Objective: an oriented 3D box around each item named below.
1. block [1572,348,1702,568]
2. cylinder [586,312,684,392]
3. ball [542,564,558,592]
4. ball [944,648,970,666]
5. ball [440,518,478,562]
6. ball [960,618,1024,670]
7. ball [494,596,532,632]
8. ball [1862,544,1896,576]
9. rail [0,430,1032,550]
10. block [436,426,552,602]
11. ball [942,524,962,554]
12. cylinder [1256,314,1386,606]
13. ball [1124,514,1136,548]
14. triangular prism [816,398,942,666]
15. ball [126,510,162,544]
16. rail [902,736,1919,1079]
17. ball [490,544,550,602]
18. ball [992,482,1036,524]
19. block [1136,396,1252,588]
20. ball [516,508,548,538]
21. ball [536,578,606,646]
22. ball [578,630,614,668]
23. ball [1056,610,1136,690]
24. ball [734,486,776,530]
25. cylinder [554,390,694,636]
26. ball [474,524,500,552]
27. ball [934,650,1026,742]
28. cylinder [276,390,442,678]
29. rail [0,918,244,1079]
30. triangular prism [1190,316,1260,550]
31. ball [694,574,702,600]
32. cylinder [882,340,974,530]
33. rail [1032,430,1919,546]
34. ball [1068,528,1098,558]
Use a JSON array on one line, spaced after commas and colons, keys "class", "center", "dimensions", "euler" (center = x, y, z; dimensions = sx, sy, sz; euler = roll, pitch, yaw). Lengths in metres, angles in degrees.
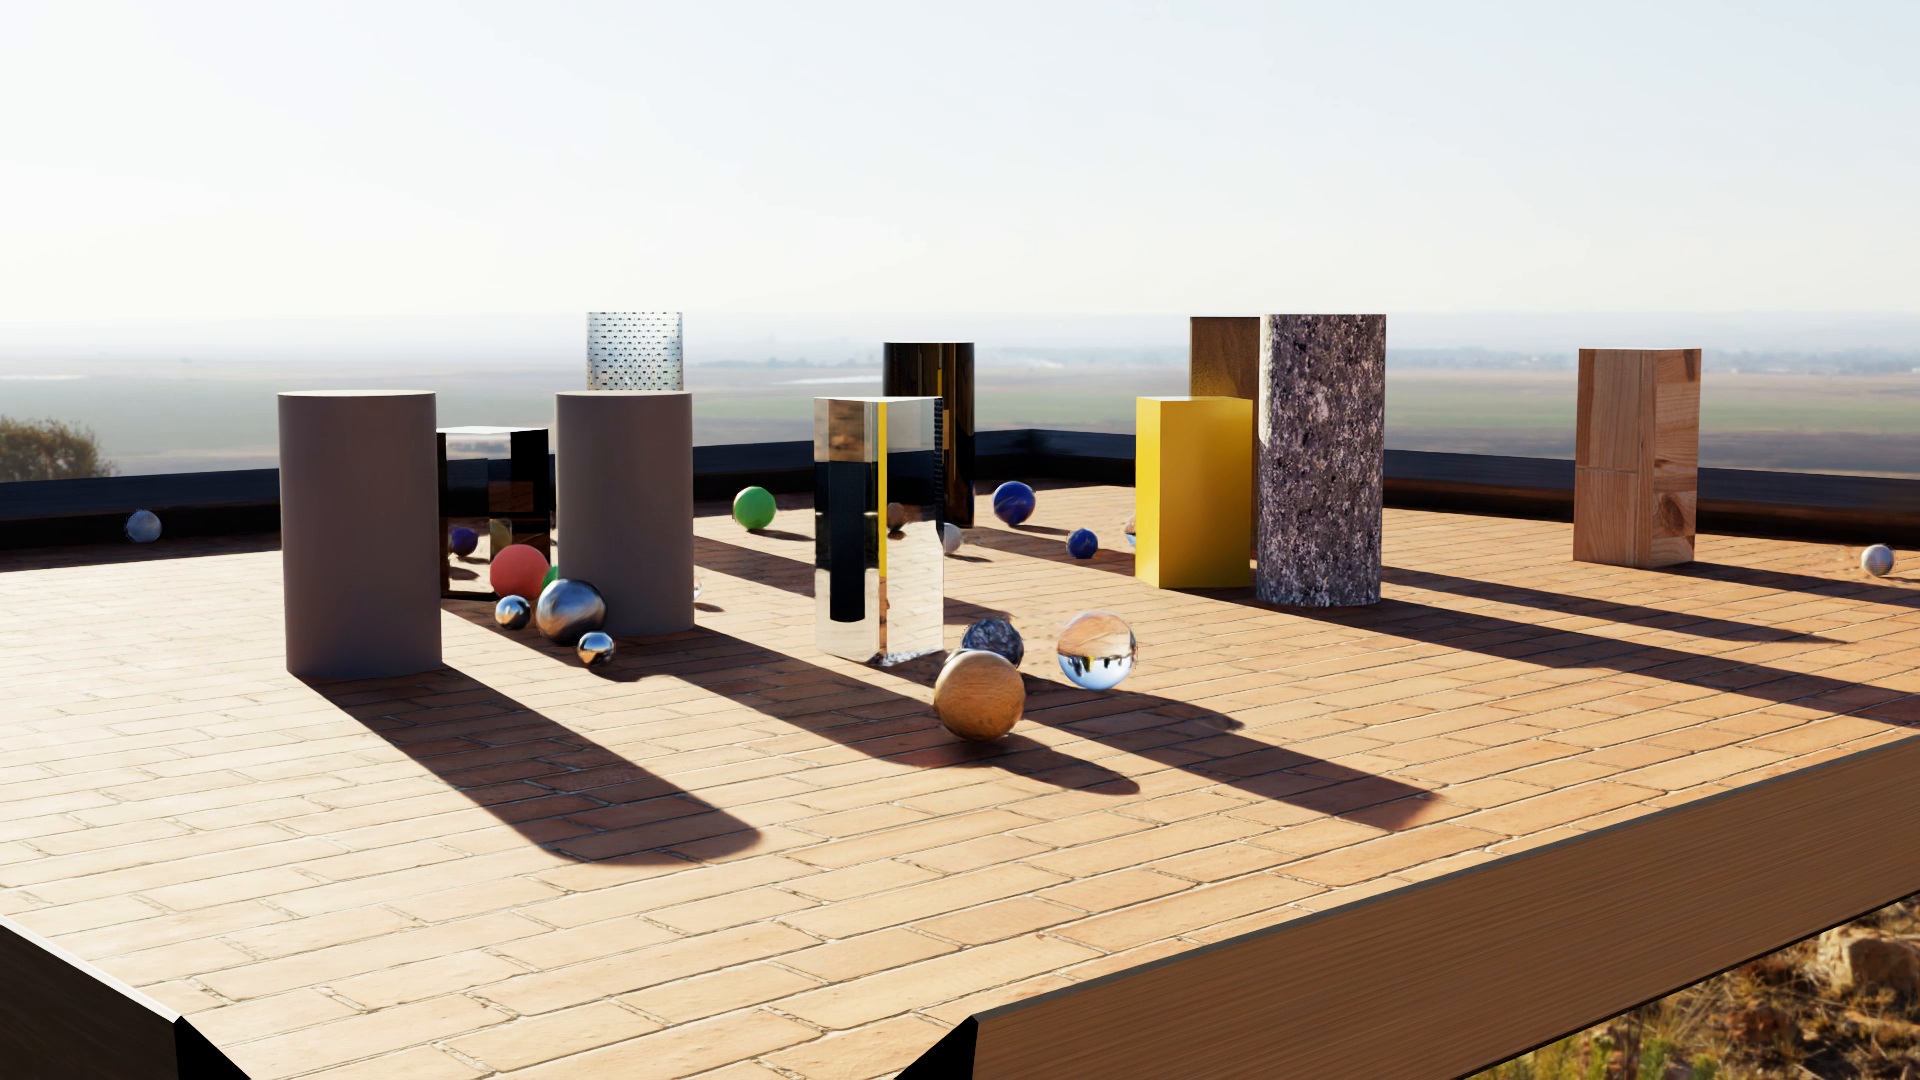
[{"class": "block", "center": [1.189, -0.149, 3.862], "dimensions": [0.151, 0.373, 0.151], "euler": [-6, 8, -44]}, {"class": "cylinder", "center": [-0.635, -0.228, 4.307], "dimensions": [0.189, 0.436, 0.189], "euler": [0, 6, 0]}, {"class": "ball", "center": [-0.576, 0.069, 3.228], "dimensions": [0.073, 0.073, 0.073], "euler": [0, 6, 0]}, {"class": "ball", "center": [0.008, 0.153, 2.516], "dimensions": [0.056, 0.056, 0.056], "euler": [0, 6, 0]}, {"class": "ball", "center": [-0.888, -0.001, 3.861], "dimensions": [0.078, 0.078, 0.078], "euler": [0, 6, 0]}, {"class": "ball", "center": [0.038, 0.131, 2.624], "dimensions": [0.075, 0.075, 0.075], "euler": [0, 6, 0]}, {"class": "ball", "center": [-0.617, 0.101, 3.035], "dimensions": [0.049, 0.049, 0.049], "euler": [0, 6, 0]}, {"class": "ball", "center": [1.526, 0.034, 3.654], "dimensions": [0.052, 0.052, 0.052], "euler": [0, 6, 0]}, {"class": "rail", "center": [-1.154, -0.100, 4.575], "dimensions": [3.698, 0.122, 0.045], "euler": [-6, 8, -42]}, {"class": "block", "center": [-0.746, -0.044, 3.424], "dimensions": [0.151, 0.256, 0.151], "euler": [3, 7, 26]}, {"class": "ball", "center": [-0.024, -0.003, 3.986], "dimensions": [0.056, 0.056, 0.056], "euler": [0, 6, 0]}, {"class": "cylinder", "center": [0.550, -0.127, 3.356], "dimensions": [0.189, 0.434, 0.189], "euler": [0, 6, 0]}, {"class": "ball", "center": [0.338, -0.016, 4.039], "dimensions": [0.072, 0.072, 0.072], "euler": [0, 6, 0]}, {"class": "triangular prism", "center": [-0.082, -0.017, 2.825], "dimensions": [0.141, 0.329, 0.163], "euler": [-4, 7, -34]}, {"class": "ball", "center": [-1.545, -0.025, 4.164], "dimensions": [0.062, 0.062, 0.062], "euler": [0, 6, 0]}, {"class": "rail", "center": [1.154, 0.163, 2.089], "dimensions": [3.698, 0.122, 0.045], "euler": [-6, 8, -42]}, {"class": "ball", "center": [-0.664, 0.051, 3.319], "dimensions": [0.090, 0.090, 0.090], "euler": [0, 6, 0]}, {"class": "ball", "center": [0.111, -0.076, 4.519], "dimensions": [0.090, 0.090, 0.090], "euler": [0, 6, 0]}, {"class": "block", "center": [0.377, -0.080, 3.569], "dimensions": [0.151, 0.298, 0.151], "euler": [-1, 6, -10]}, {"class": "ball", "center": [-0.829, -0.033, 4.262], "dimensions": [0.059, 0.059, 0.059], "euler": [0, 6, 0]}, {"class": "ball", "center": [-0.512, 0.095, 2.894], "dimensions": [0.091, 0.091, 0.091], "euler": [0, 6, 0]}, {"class": "ball", "center": [-0.452, 0.135, 2.731], "dimensions": [0.045, 0.045, 0.045], "euler": [0, 6, 0]}, {"class": "ball", "center": [0.159, 0.129, 2.565], "dimensions": [0.094, 0.094, 0.094], "euler": [0, 6, 0]}, {"class": "ball", "center": [-0.413, -0.064, 4.420], "dimensions": [0.087, 0.087, 0.087], "euler": [0, 6, 0]}, {"class": "cylinder", "center": [-0.466, -0.042, 3.063], "dimensions": [0.189, 0.327, 0.189], "euler": [0, 6, 0]}, {"class": "ball", "center": [-0.864, -0.002, 4.002], "dimensions": [0.052, 0.052, 0.052], "euler": [0, 6, 0]}, {"class": "ball", "center": [0.020, 0.160, 2.260], "dimensions": [0.094, 0.094, 0.094], "euler": [0, 6, 0]}, {"class": "cylinder", "center": [-0.741, -0.012, 2.721], "dimensions": [0.189, 0.340, 0.189], "euler": [0, 6, 0]}, {"class": "rail", "center": [-1.342, 0.162, 2.101], "dimensions": [0.045, 0.122, 3.449], "euler": [-6, 8, -42]}, {"class": "triangular prism", "center": [0.512, -0.202, 4.104], "dimensions": [0.163, 0.428, 0.141], "euler": [1, 6, 8]}, {"class": "ball", "center": [-0.413, 0.071, 3.334], "dimensions": [0.045, 0.045, 0.045], "euler": [0, 6, 0]}, {"class": "cylinder", "center": [-0.064, -0.215, 4.472], "dimensions": [0.189, 0.376, 0.189], "euler": [0, 6, 0]}, {"class": "rail", "center": [1.342, -0.098, 4.563], "dimensions": [0.045, 0.122, 3.449], "euler": [-6, 8, -42]}, {"class": "ball", "center": [0.219, 0.006, 3.908], "dimensions": [0.054, 0.054, 0.054], "euler": [0, 6, 0]}]
